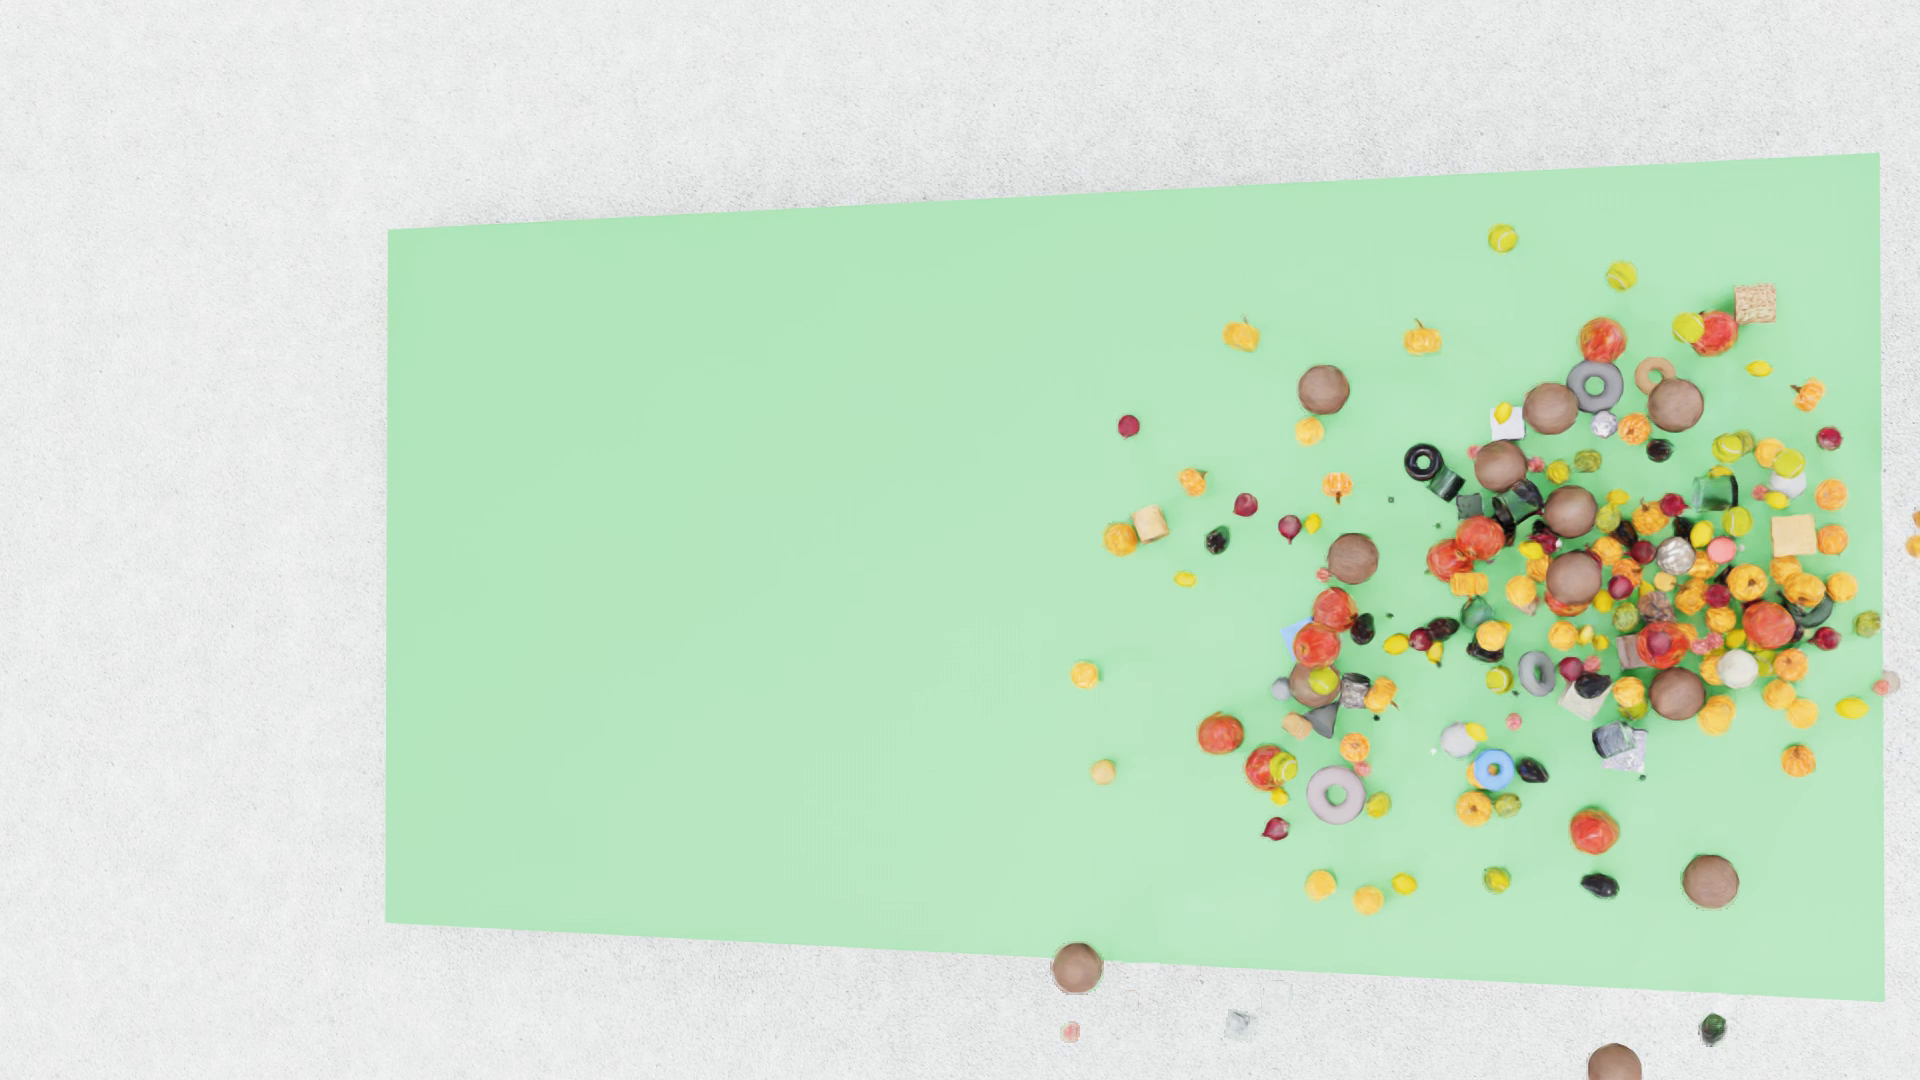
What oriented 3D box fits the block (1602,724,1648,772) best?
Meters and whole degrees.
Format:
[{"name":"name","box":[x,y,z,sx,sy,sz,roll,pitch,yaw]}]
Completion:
[{"name":"block","box":[1.599,0.502,5.293,0.098,0.098,0.098,5,91,17]}]

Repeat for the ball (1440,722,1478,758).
[{"name":"ball","box":[1.227,0.491,5.411,0.090,0.090,0.090,0,89,0]}]

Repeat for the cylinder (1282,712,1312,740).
[{"name":"cylinder","box":[0.848,0.468,5.536,0.053,0.053,0.053,-53,46,-1]}]

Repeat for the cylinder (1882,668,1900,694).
[{"name":"cylinder","box":[2.688,0.411,6.397,0.069,0.069,0.069,0,93,-1]}]

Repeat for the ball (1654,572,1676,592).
[{"name":"ball","box":[1.697,0.099,5.293,0.051,0.051,0.051,0,89,0]}]

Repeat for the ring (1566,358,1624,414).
[{"name":"ring","box":[1.544,-0.375,5.349,0.137,0.046,0.137,-1,88,19]}]

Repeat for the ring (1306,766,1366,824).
[{"name":"ring","box":[0.943,0.639,5.517,0.150,0.050,0.150,0,90,18]}]

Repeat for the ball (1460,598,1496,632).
[{"name":"ball","box":[1.268,0.184,5.386,0.084,0.084,0.084,0,89,0]}]

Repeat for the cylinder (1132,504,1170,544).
[{"name":"cylinder","box":[0.490,-0.040,5.644,0.079,0.079,0.079,-20,79,0]}]

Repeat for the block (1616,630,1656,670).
[{"name":"block","box":[1.627,0.266,5.297,0.080,0.080,0.080,-11,86,17]}]

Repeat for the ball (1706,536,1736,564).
[{"name":"ball","box":[1.803,0.023,5.206,0.067,0.067,0.067,0,89,0]}]

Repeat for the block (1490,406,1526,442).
[{"name":"block","box":[1.344,-0.283,5.393,0.077,0.077,0.077,-5,88,17]}]

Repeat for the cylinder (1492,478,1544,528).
[{"name":"cylinder","box":[1.347,-0.089,5.306,0.088,0.088,0.088,-31,89,-9]}]

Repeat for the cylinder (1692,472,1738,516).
[{"name":"cylinder","box":[1.786,-0.109,5.203,0.085,0.085,0.085,-14,89,20]}]

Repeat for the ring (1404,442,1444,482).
[{"name":"ring","box":[1.154,-0.193,5.474,0.098,0.033,0.098,0,90,18]}]

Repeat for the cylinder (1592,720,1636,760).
[{"name":"cylinder","box":[1.548,0.472,5.210,0.076,0.076,0.076,-25,89,30]}]

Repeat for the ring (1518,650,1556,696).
[{"name":"ring","box":[1.406,0.325,5.355,0.115,0.038,0.115,10,71,-29]}]

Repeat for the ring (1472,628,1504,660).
[{"name":"ring","box":[1.302,0.255,5.424,0.079,0.026,0.079,0,91,21]}]

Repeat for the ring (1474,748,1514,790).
[{"name":"ring","box":[1.301,0.559,5.356,0.102,0.034,0.102,0,88,-5]}]

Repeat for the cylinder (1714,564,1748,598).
[{"name":"cylinder","box":[1.839,0.097,5.245,0.057,0.057,0.057,38,103,1]}]

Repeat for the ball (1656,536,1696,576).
[{"name":"ball","box":[1.702,0.038,5.233,0.092,0.092,0.092,0,89,0]}]

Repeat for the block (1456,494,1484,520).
[{"name":"block","box":[1.259,-0.081,5.425,0.060,0.060,0.060,-6,87,17]}]

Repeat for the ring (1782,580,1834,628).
[{"name":"ring","box":[2.005,0.151,5.206,0.116,0.039,0.116,0,89,16]}]

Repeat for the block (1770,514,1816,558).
[{"name":"block","box":[1.966,-0.010,5.191,0.092,0.092,0.092,-5,88,17]}]

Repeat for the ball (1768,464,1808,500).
[{"name":"ball","box":[1.957,-0.138,5.199,0.085,0.085,0.085,0,89,0]}]

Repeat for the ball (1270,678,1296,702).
[{"name":"ball","box":[0.816,0.376,5.554,0.061,0.061,0.061,0,89,0]}]

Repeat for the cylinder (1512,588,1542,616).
[{"name":"cylinder","box":[1.382,0.152,5.352,0.052,0.052,0.052,32,89,24]}]

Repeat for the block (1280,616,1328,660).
[{"name":"block","box":[0.865,0.247,5.528,0.084,0.084,0.084,-25,82,15]}]

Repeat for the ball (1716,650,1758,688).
[{"name":"ball","box":[1.807,0.300,5.109,0.092,0.092,0.092,0,89,0]}]

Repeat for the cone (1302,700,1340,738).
[{"name":"cone","box":[0.928,0.434,5.529,0.093,0.093,0.093,44,74,1]}]

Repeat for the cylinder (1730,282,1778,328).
[{"name":"cylinder","box":[1.888,-0.558,5.222,0.089,0.089,0.089,-12,89,28]}]

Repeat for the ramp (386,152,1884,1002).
[{"name":"ramp","box":[0.273,0.094,5.808,4.000,0.100,2.000,0,89,17]}]

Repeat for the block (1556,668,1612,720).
[{"name":"block","box":[1.507,0.373,5.309,0.084,0.084,0.084,32,79,8]}]

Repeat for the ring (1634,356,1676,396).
[{"name":"ring","box":[1.680,-0.396,5.315,0.098,0.033,0.098,0,90,16]}]

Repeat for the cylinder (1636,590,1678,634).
[{"name":"cylinder","box":[1.671,0.173,5.271,0.073,0.073,0.073,-36,119,0]}]

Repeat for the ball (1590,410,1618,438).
[{"name":"ball","box":[1.562,-0.279,5.329,0.067,0.067,0.067,0,89,0]}]

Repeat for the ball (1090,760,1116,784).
[{"name":"ball","box":[0.371,0.599,5.683,0.067,0.067,0.067,0,89,0]}]
